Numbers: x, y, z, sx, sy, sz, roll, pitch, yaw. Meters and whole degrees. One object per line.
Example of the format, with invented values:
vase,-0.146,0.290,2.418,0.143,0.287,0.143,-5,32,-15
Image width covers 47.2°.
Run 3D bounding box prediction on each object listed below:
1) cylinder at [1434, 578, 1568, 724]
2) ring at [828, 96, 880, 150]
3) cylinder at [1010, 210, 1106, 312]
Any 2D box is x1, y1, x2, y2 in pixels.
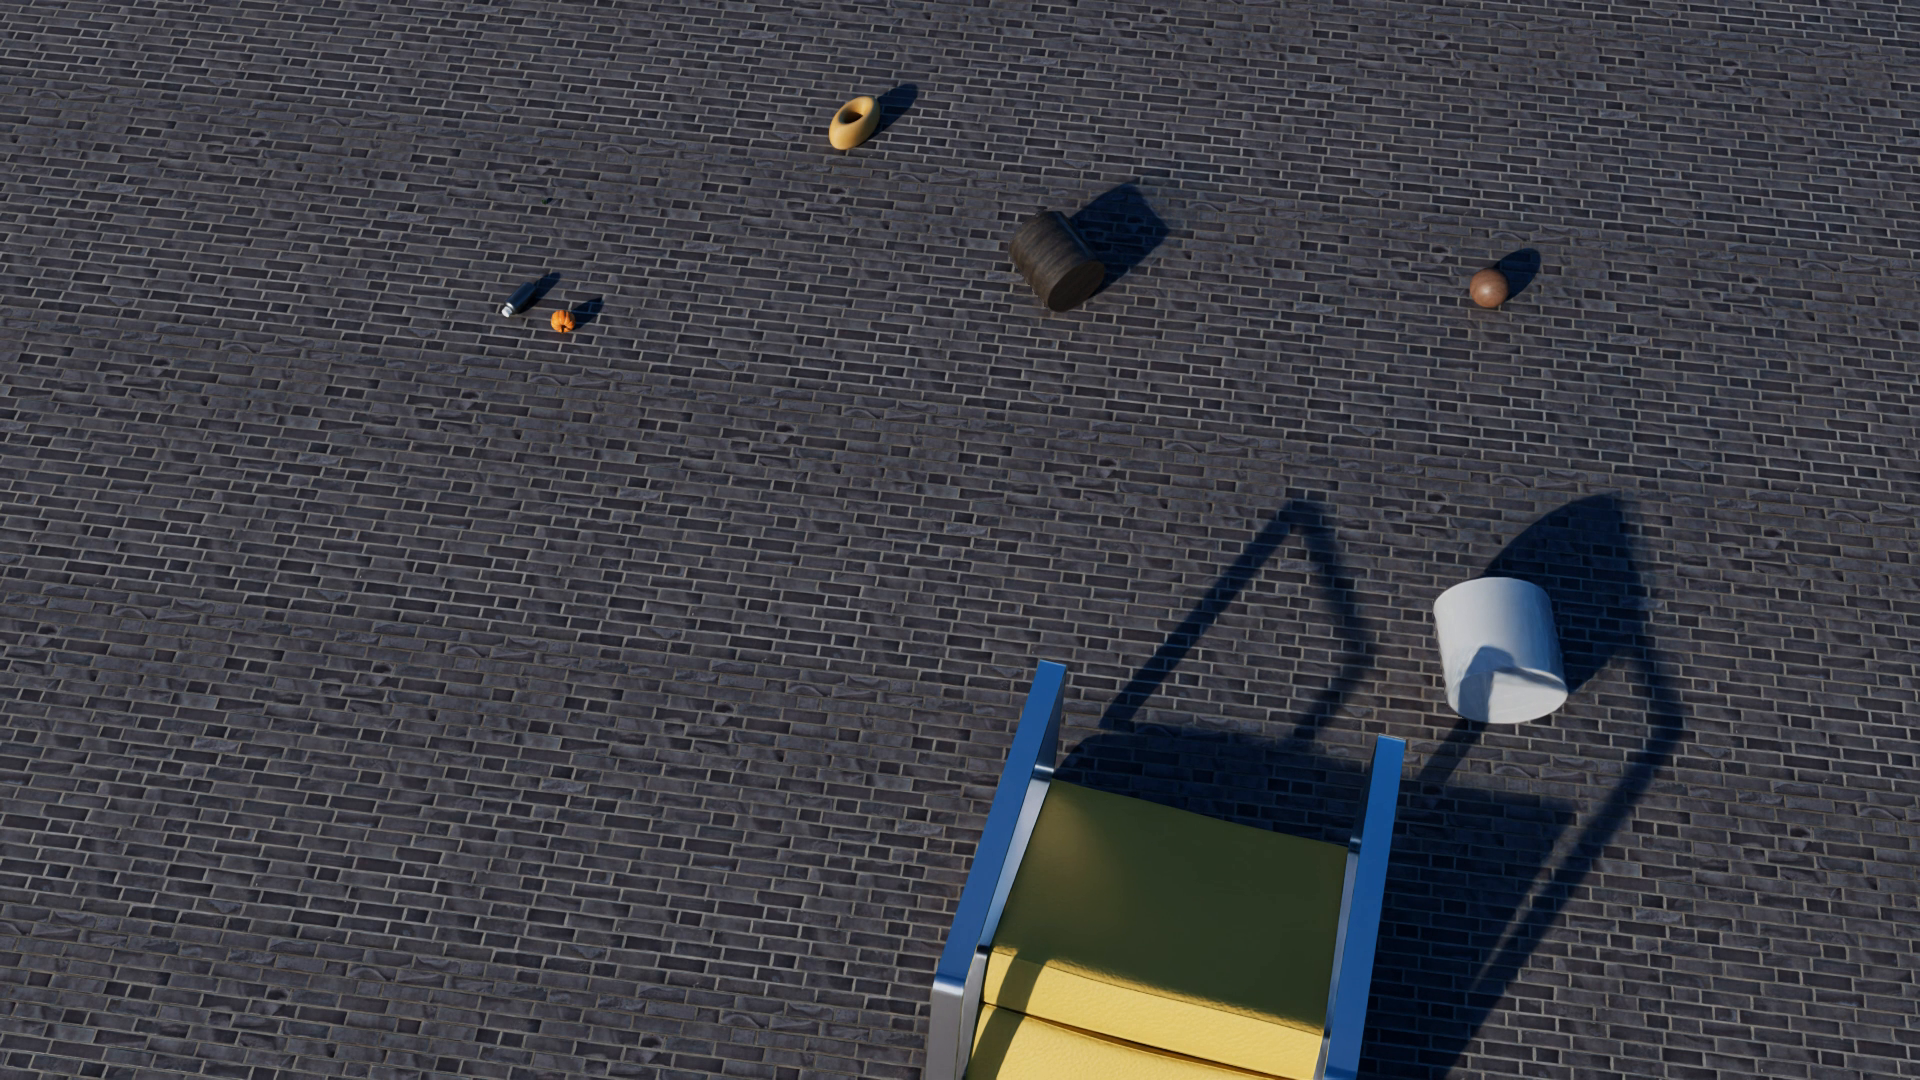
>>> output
cylinder,1.517,0.311,6.177,0.346,0.301,0.292,16,52,-24
ring,-0.357,-1.416,7.460,0.122,0.109,0.233,34,61,18
cylinder,0.312,-0.895,7.054,0.219,0.192,0.244,-42,60,14
